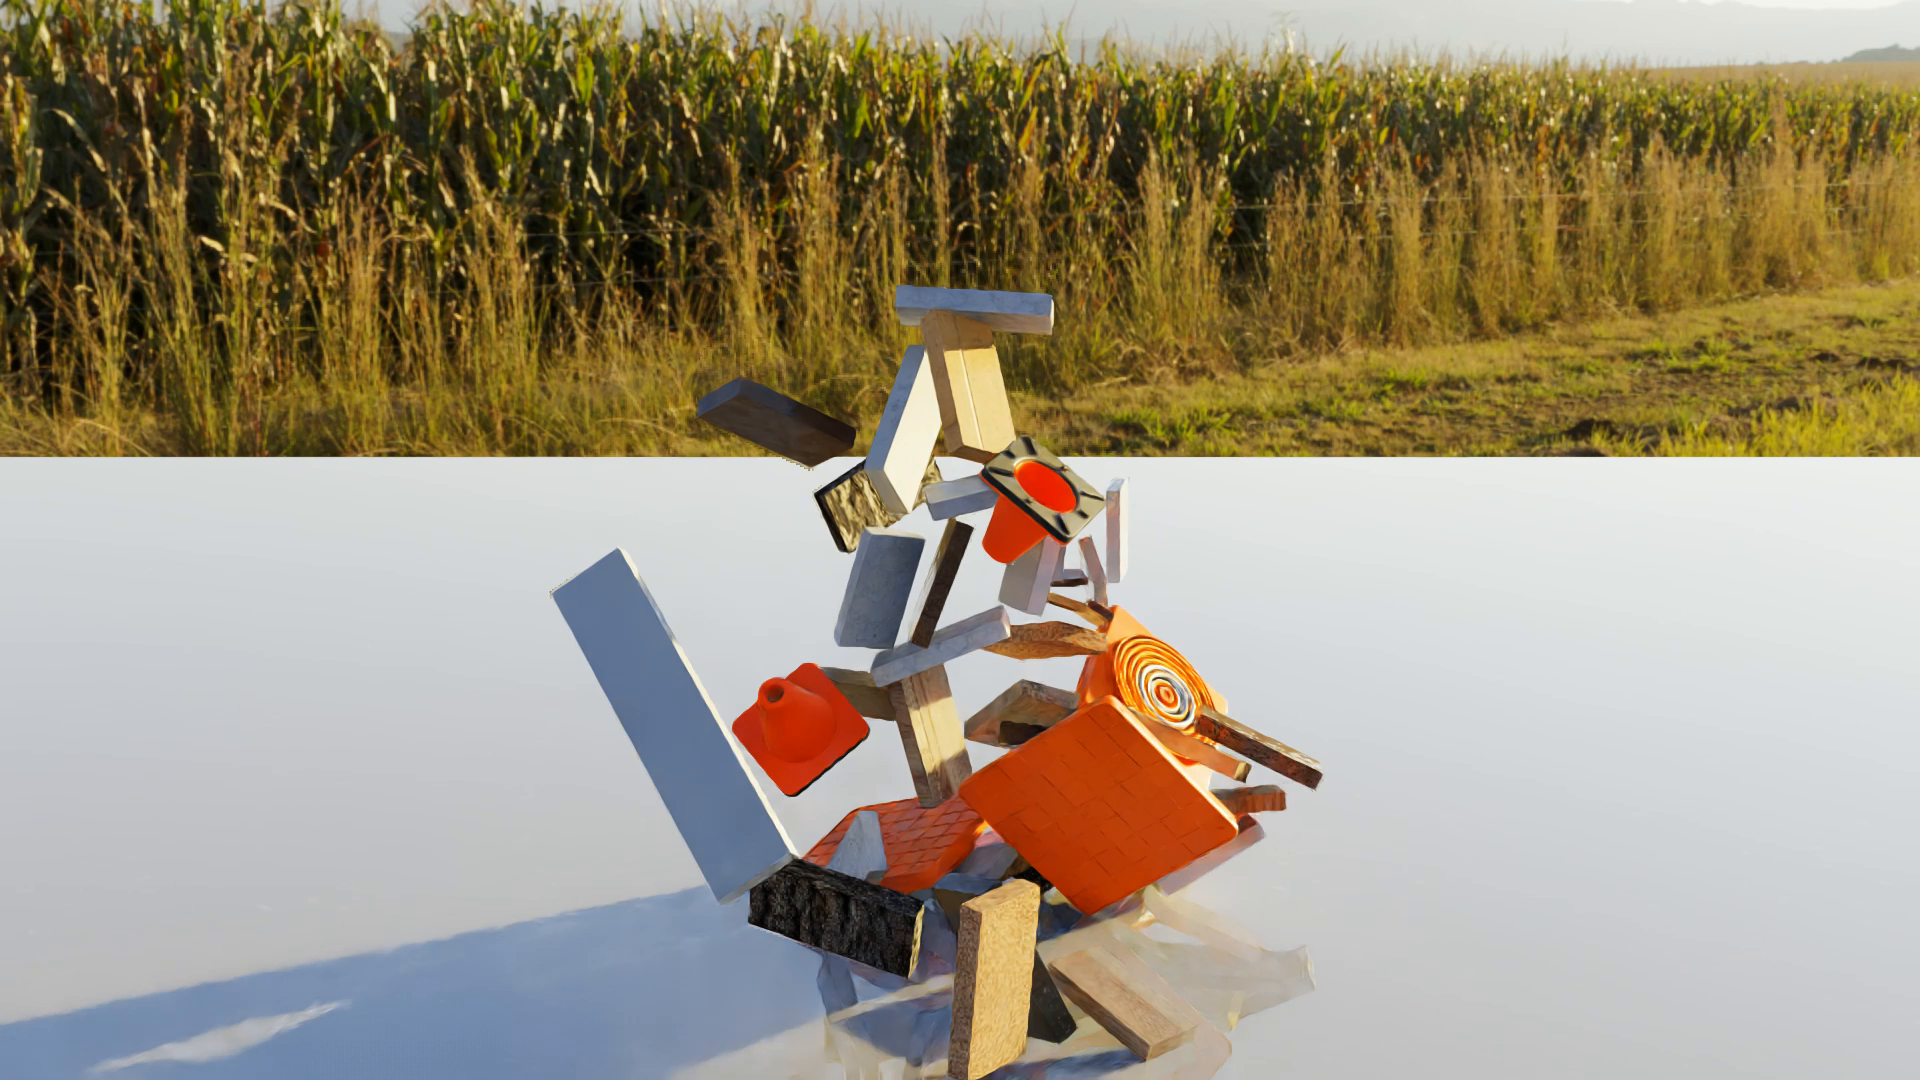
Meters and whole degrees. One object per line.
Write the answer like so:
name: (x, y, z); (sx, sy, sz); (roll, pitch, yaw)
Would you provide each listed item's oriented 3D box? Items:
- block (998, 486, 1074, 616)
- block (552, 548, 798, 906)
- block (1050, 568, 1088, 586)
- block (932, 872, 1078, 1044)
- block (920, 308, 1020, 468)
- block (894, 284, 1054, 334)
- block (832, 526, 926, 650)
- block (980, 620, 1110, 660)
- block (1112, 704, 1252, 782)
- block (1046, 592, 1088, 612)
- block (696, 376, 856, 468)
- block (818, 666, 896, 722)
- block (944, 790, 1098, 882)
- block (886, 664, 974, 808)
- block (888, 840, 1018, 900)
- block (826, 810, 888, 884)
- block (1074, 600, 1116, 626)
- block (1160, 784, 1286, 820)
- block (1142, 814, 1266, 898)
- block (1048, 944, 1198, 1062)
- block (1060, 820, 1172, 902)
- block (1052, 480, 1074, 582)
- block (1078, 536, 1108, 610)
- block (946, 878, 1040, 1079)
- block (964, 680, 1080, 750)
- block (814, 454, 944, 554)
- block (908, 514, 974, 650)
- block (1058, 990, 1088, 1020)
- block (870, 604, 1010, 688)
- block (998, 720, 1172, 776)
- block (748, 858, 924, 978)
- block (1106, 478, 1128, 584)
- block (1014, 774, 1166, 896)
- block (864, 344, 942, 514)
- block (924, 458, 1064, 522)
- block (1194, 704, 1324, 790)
block: (0.120, 0.010, 3.505); (0.029, 0.207, 0.103); (12, 5, -27)
block: (-0.389, 0.244, 2.965); (0.116, 0.513, 0.033); (-35, -24, 4)
block: (0.156, 0.062, 3.589); (0.095, 0.013, 0.047); (-2, 19, -11)
block: (0.059, 0.562, 2.960); (0.034, 0.241, 0.121); (-35, 17, -30)
block: (0.016, -0.242, 3.520); (0.126, 0.252, 0.036); (13, -34, -42)
block: (0.025, -0.376, 3.597); (0.252, 0.036, 0.126); (4, -8, 4)
block: (-0.129, 0.078, 3.496); (0.099, 0.197, 0.028); (6, 22, -29)
block: (0.135, 0.172, 3.743); (0.113, 0.032, 0.226); (16, -15, -36)
block: (0.374, 0.342, 3.696); (0.226, 0.032, 0.113); (25, -1, 20)
block: (0.155, 0.097, 3.589); (0.094, 0.013, 0.047); (19, -6, -25)
block: (-0.295, -0.189, 3.546); (0.231, 0.033, 0.116); (24, -31, -35)
block: (-0.139, 0.267, 3.748); (0.197, 0.099, 0.028); (7, 53, 8)
block: (0.088, 0.513, 3.672); (0.268, 0.038, 0.134); (-26, 13, -2)
block: (-0.047, 0.310, 3.581); (0.032, 0.224, 0.112); (-4, 17, 38)
block: (-0.014, 0.545, 3.587); (0.202, 0.029, 0.101); (-17, 14, 33)
block: (-0.167, 0.516, 3.355); (0.028, 0.099, 0.254); (1, -35, -21)
block: (0.222, 0.122, 3.644); (0.047, 0.013, 0.094); (32, -12, -6)
block: (0.439, 0.439, 3.683); (0.198, 0.028, 0.099); (-5, 2, -1)
block: (0.408, 0.524, 3.682); (0.198, 0.028, 0.099); (-30, 11, -7)
block: (0.225, 0.649, 3.093); (0.101, 0.029, 0.202); (-10, 34, -44)
block: (0.250, 0.521, 3.662); (0.198, 0.028, 0.099); (-32, 14, -2)
block: (0.149, -0.019, 3.558); (0.022, 0.155, 0.077); (-1, 21, -23)
block: (0.220, 0.068, 3.631); (0.022, 0.077, 0.263); (-18, -17, -1)
block: (0.044, 0.569, 2.839); (0.034, 0.241, 0.121); (17, 20, 37)
block: (0.105, 0.309, 3.847); (0.112, 0.032, 0.224); (15, -30, -21)
block: (-0.136, -0.085, 3.797); (0.231, 0.116, 0.033); (-36, 25, -29)
block: (-0.031, 0.061, 3.472); (0.029, 0.207, 0.104); (20, 9, -7)
block: (0.099, 0.660, 3.216); (0.101, 0.029, 0.202); (-9, 14, -39)
block: (-0.030, 0.169, 3.515); (0.224, 0.032, 0.112); (-22, 9, 6)
block: (0.213, 0.353, 3.728); (0.268, 0.038, 0.134); (6, -13, 21)
block: (-0.172, 0.513, 3.030); (0.241, 0.121, 0.034); (17, 38, 13)
block: (0.253, -0.015, 3.546); (0.022, 0.155, 0.077); (2, 17, 13)
block: (0.208, 0.497, 3.691); (0.268, 0.038, 0.134); (-32, 14, -2)
block: (-0.083, -0.182, 3.607); (0.036, 0.252, 0.126); (4, -33, 25)
block: (0.050, -0.080, 3.453); (0.207, 0.029, 0.103); (-13, 17, -3)
block: (0.507, 0.352, 3.749); (0.226, 0.032, 0.113); (26, 7, 3)
